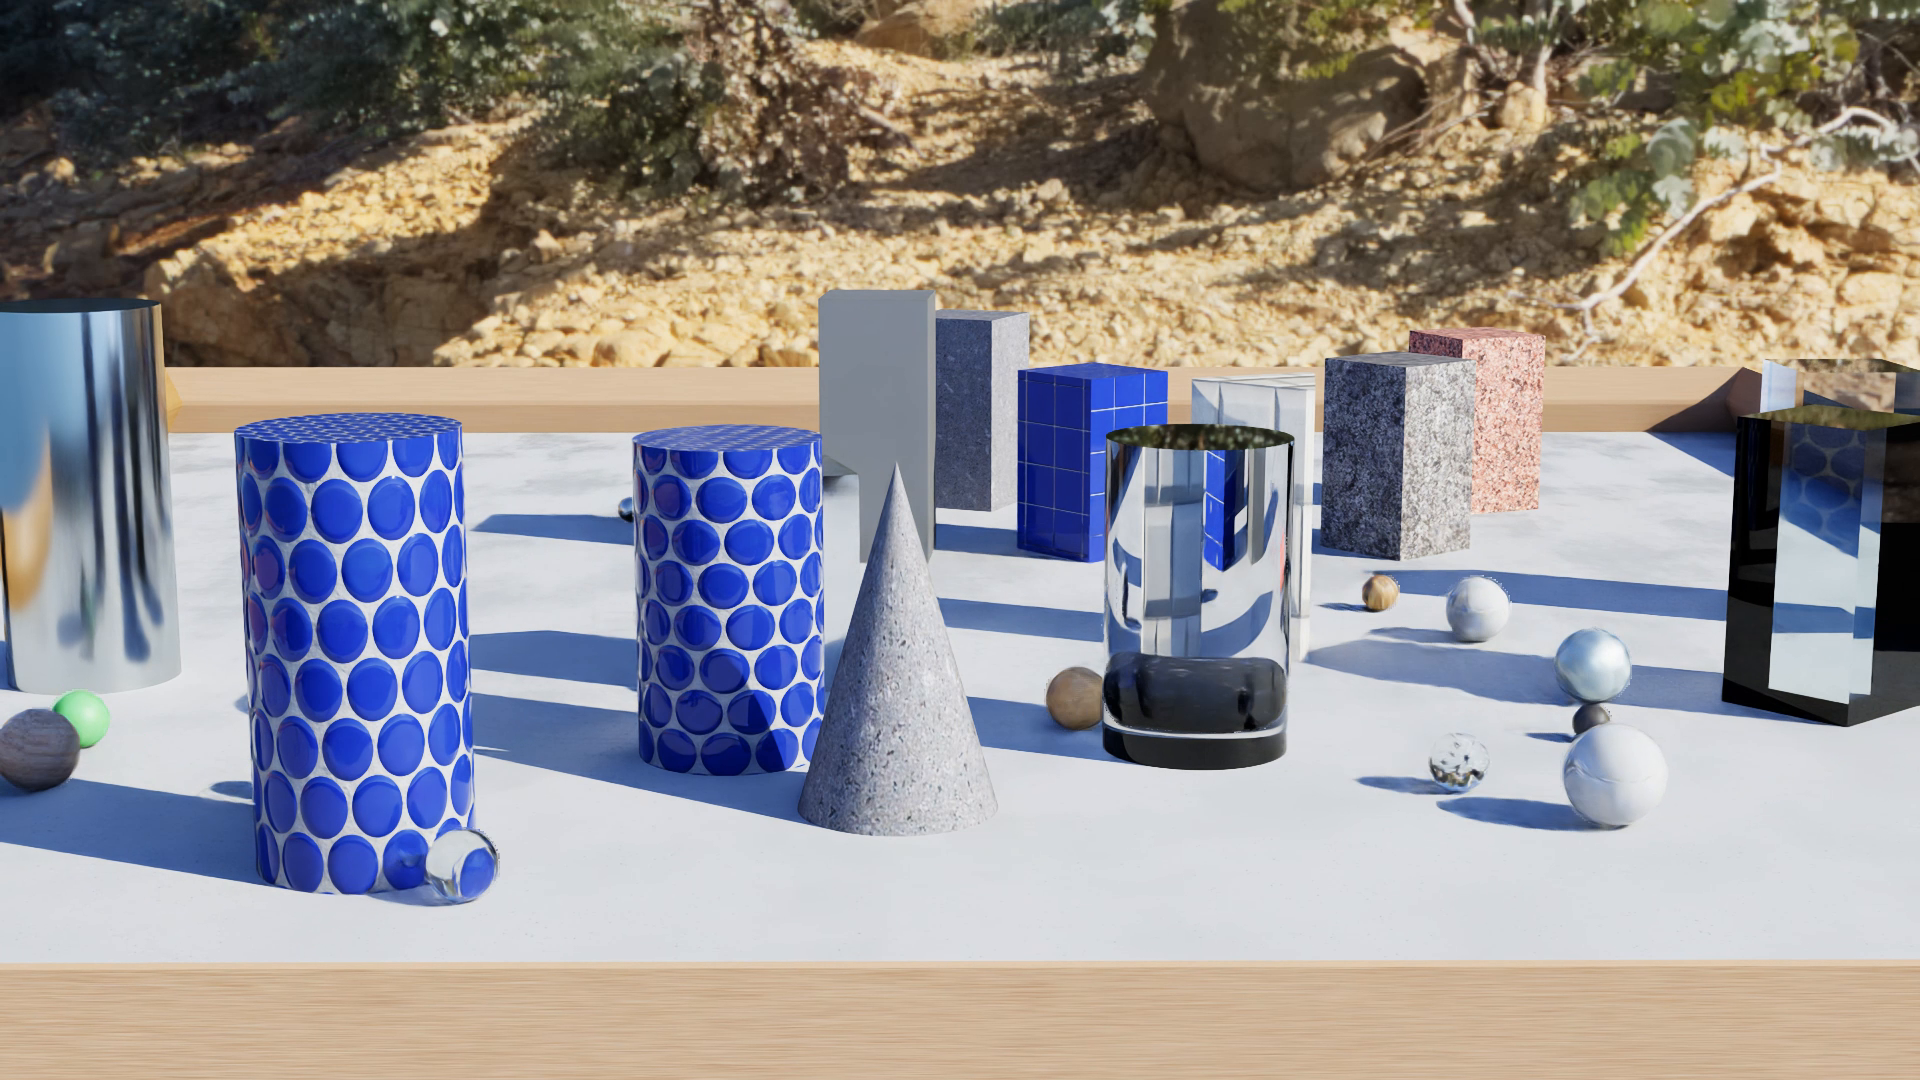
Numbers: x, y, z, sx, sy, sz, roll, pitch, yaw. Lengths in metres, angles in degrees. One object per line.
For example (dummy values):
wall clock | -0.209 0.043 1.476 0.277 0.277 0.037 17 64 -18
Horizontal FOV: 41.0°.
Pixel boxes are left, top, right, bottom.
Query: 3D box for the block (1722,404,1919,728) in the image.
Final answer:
block | 0.998 0.025 2.941 0.160 0.334 0.160 -9 14 -40

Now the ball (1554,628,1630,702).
ball | 0.732 0.145 2.971 0.086 0.086 0.086 0 10 0

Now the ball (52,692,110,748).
ball | -0.952 0.194 2.774 0.061 0.061 0.061 0 10 0

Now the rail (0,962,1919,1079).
rail | 0.010 0.345 1.763 3.168 0.130 0.045 0 10 0

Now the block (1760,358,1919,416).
block | 1.169 -0.066 3.424 0.160 0.336 0.160 0 10 -2

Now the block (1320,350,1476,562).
block | 0.666 -0.131 3.905 0.160 0.290 0.160 -9 13 -39

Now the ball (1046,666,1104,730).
ball | 0.131 0.176 2.844 0.070 0.070 0.070 0 10 0

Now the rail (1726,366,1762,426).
rail | 1.560 0.032 3.457 0.045 0.130 3.476 0 10 0

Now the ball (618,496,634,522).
ball | -0.531 -0.049 4.141 0.042 0.042 0.042 0 10 0

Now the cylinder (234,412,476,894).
cylinder | -0.550 0.098 2.345 0.200 0.406 0.200 0 10 0

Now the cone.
cone | -0.062 0.094 2.523 0.200 0.349 0.200 0 10 0

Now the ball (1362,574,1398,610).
ball | 0.568 0.071 3.473 0.049 0.049 0.049 0 10 0

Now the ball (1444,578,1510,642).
ball | 0.663 0.089 3.288 0.082 0.082 0.082 0 10 0

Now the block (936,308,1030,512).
block | 0.011 -0.221 4.317 0.160 0.317 0.160 5 11 24

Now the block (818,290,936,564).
block | -0.122 -0.173 3.848 0.160 0.392 0.160 1 10 4

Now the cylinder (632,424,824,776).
cylinder | -0.245 0.060 2.733 0.200 0.341 0.200 0 10 0

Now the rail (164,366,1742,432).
rail | -0.010 -0.278 5.135 3.168 0.130 0.045 0 10 0

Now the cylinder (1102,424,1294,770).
cylinder | 0.255 0.057 2.754 0.200 0.339 0.200 0 10 0

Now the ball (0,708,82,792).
ball | -0.938 0.213 2.608 0.084 0.084 0.084 0 10 0

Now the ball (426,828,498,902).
ball | -0.439 0.287 2.264 0.064 0.064 0.064 0 10 0

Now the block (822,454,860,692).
block | -0.217 0.041 3.065 0.160 0.258 0.160 -3 11 -16

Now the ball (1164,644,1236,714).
ball | 0.272 0.158 2.914 0.081 0.081 0.081 0 10 0

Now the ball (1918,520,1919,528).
ball | 1.504 -0.025 3.913 0.078 0.078 0.078 0 10 0

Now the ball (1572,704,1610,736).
ball | 0.689 0.200 2.800 0.041 0.041 0.041 0 10 0

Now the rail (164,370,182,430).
rail | -1.560 0.035 3.440 0.045 0.130 3.476 0 10 0

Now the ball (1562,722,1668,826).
ball | 0.635 0.227 2.488 0.100 0.100 0.100 0 10 0

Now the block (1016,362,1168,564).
block | 0.200 -0.121 3.891 0.160 0.274 0.160 -9 14 -40

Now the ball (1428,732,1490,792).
ball | 0.507 0.225 2.606 0.061 0.061 0.061 0 10 0

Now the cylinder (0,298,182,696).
cylinder | -1.046 -0.056 3.063 0.200 0.448 0.200 0 10 0

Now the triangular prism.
triangular prism | 0.404 -0.037 3.255 0.173 0.340 0.150 8 13 37

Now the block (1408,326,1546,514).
block | 0.859 -0.202 4.288 0.160 0.289 0.160 -4 11 -22
